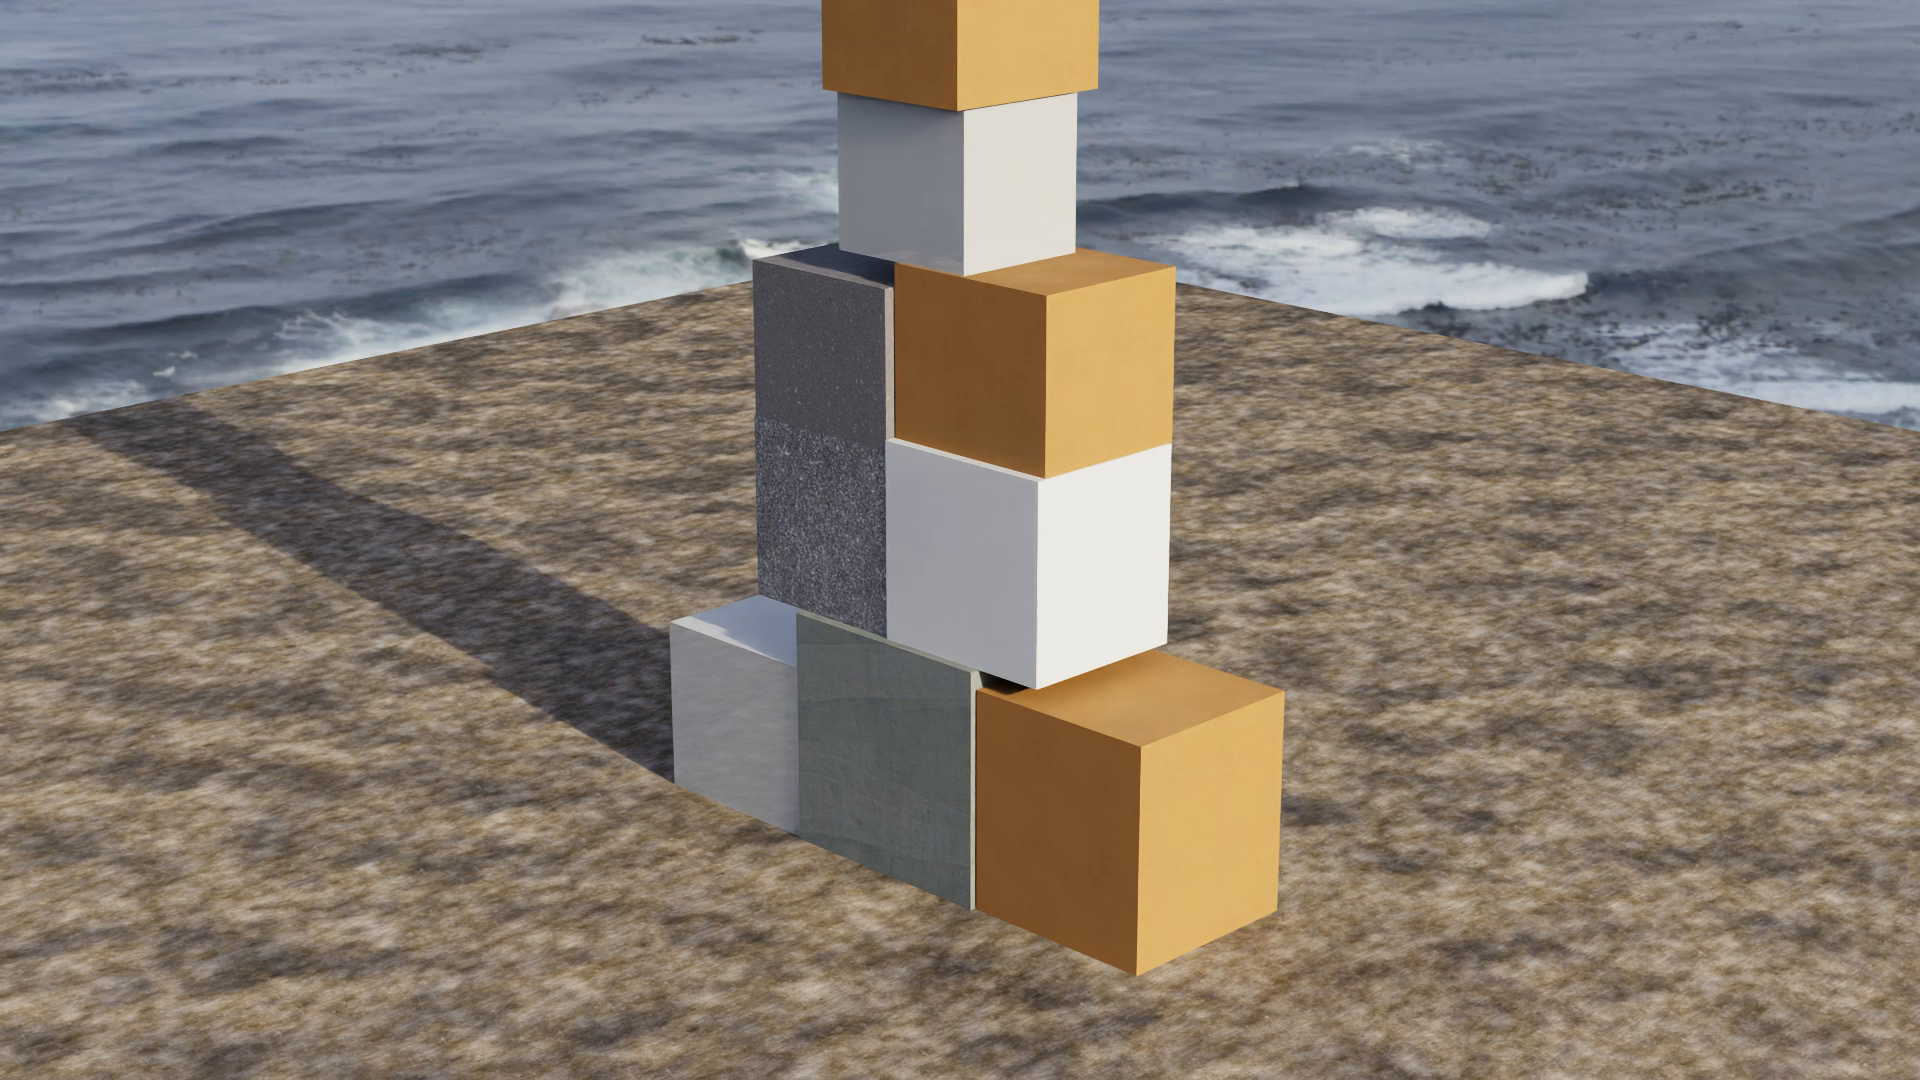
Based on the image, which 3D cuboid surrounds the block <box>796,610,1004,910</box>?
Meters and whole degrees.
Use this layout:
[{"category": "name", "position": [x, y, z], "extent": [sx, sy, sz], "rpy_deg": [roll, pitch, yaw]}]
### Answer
[{"category": "block", "position": [-0.010, 0.891, 13.627], "extent": [0.972, 1.128, 1.135], "rpy_deg": [-17, 24, -42]}]

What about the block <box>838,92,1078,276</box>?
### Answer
[{"category": "block", "position": [-0.014, -1.613, 12.820], "extent": [0.692, 0.713, 0.779], "rpy_deg": [-17, 24, -42]}]

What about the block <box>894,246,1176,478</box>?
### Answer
[{"category": "block", "position": [0.323, -0.813, 12.772], "extent": [0.809, 0.786, 0.906], "rpy_deg": [-17, 24, -42]}]

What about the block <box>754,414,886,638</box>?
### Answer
[{"category": "block", "position": [-0.343, -0.157, 13.628], "extent": [0.837, 0.872, 0.874], "rpy_deg": [-17, 24, -42]}]

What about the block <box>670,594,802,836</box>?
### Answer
[{"category": "block", "position": [-0.750, 0.802, 14.373], "extent": [0.936, 0.851, 0.936], "rpy_deg": [-17, 24, -42]}]

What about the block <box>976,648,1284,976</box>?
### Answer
[{"category": "block", "position": [0.744, 1.154, 12.934], "extent": [0.940, 1.043, 0.957], "rpy_deg": [-17, 24, -42]}]

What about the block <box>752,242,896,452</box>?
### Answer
[{"category": "block", "position": [-0.312, -0.926, 13.403], "extent": [0.908, 0.731, 0.871], "rpy_deg": [-17, 24, -42]}]

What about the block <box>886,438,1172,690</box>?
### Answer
[{"category": "block", "position": [0.299, 0.011, 13.003], "extent": [0.846, 0.926, 0.928], "rpy_deg": [-17, 24, -42]}]

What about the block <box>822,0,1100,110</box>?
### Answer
[{"category": "block", "position": [0.002, -2.385, 12.594], "extent": [0.863, 0.896, 0.827], "rpy_deg": [-17, 24, -42]}]
